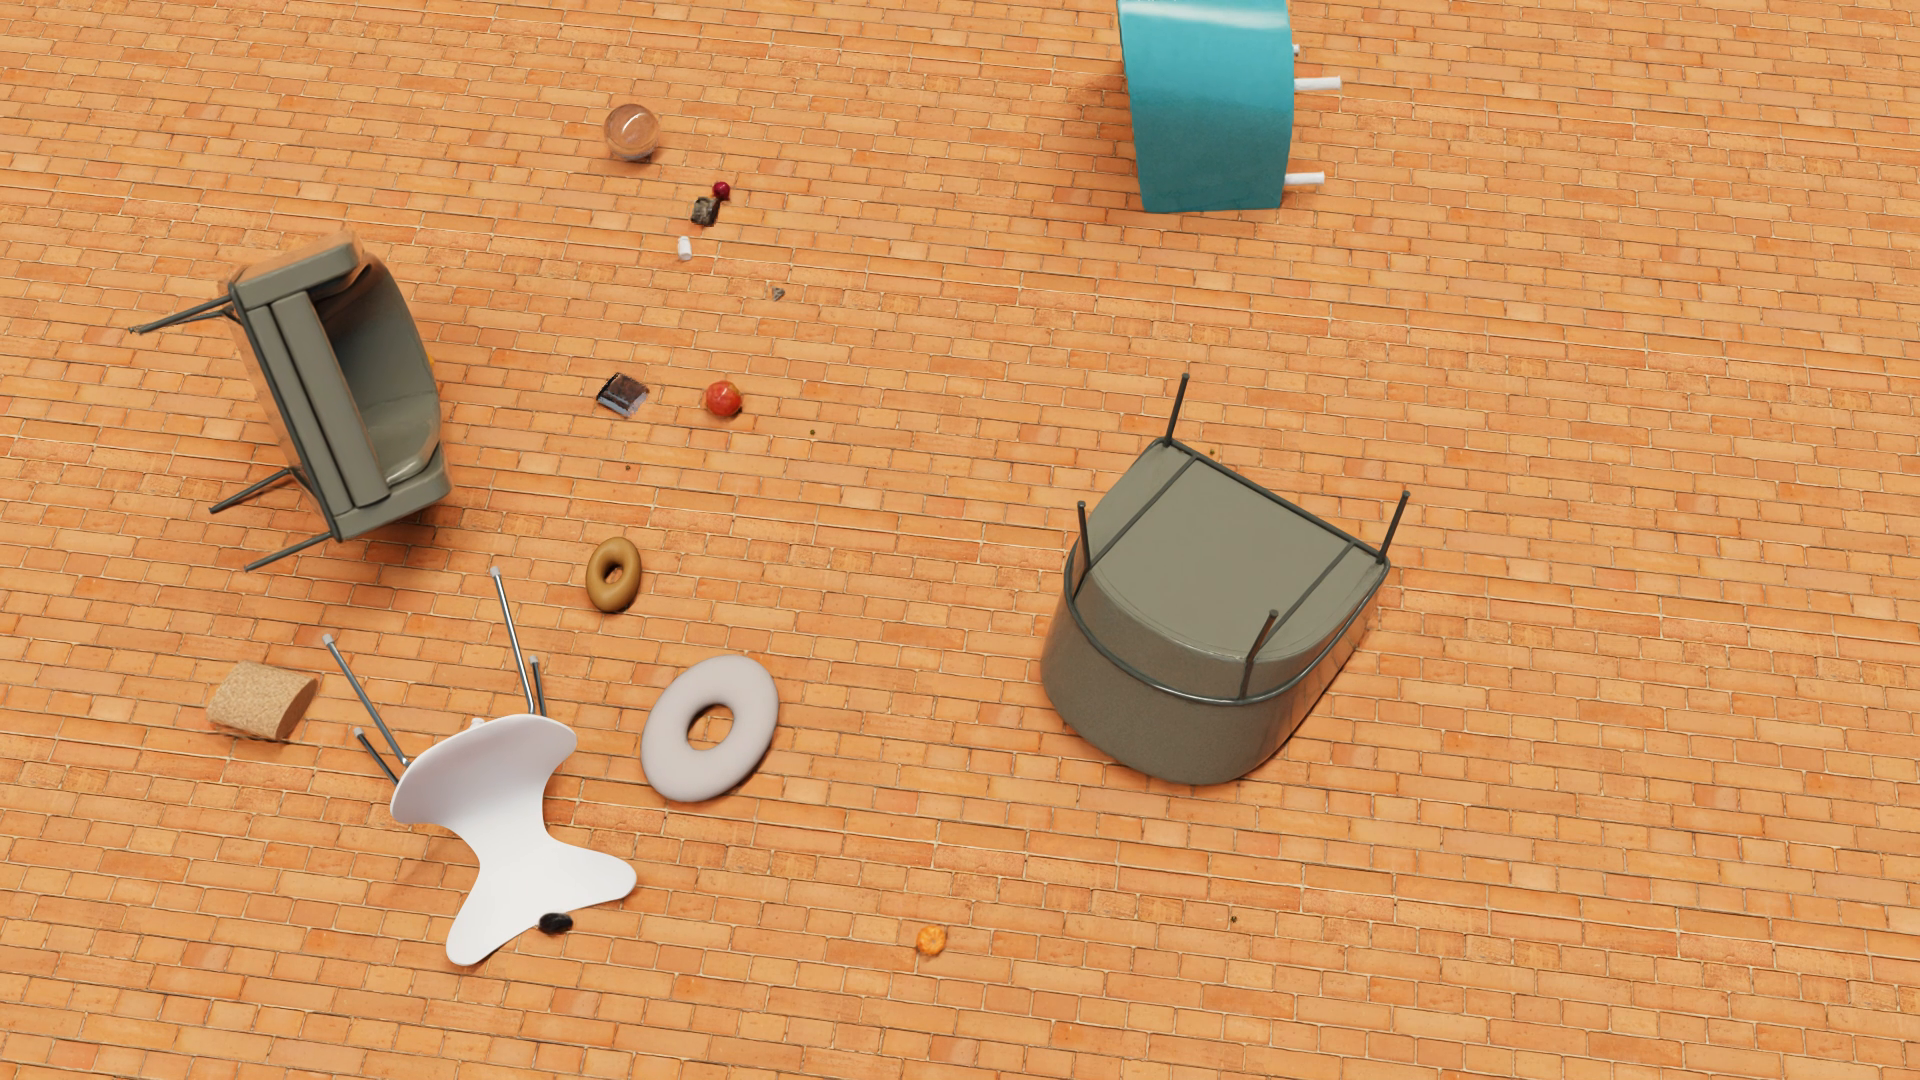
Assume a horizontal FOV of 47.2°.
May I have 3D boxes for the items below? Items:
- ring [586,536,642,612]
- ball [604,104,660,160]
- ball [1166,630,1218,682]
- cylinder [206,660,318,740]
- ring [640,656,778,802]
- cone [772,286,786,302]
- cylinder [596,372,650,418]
[{"bbox_3d":[-1.016,0.100,6.455,0.161,0.088,0.249,3,55,4],"label":"ring"},{"bbox_3d":[-1.103,-1.372,7.382,0.186,0.186,0.186,0,56,0],"label":"ball"},{"bbox_3d":[0.659,0.329,6.263,0.150,0.150,0.150,0,56,0],"label":"ball"},{"bbox_3d":[-1.971,0.451,6.207,0.217,0.094,0.235,15,44,10],"label":"cylinder"},{"bbox_3d":[-0.701,0.525,6.168,0.354,0.092,0.490,21,58,14],"label":"ring"},{"bbox_3d":[-0.593,-0.787,7.092,0.049,0.034,0.049,18,77,-2],"label":"cone"},{"bbox_3d":[-1.049,-0.453,6.849,0.118,0.046,0.121,30,67,17],"label":"cylinder"}]
